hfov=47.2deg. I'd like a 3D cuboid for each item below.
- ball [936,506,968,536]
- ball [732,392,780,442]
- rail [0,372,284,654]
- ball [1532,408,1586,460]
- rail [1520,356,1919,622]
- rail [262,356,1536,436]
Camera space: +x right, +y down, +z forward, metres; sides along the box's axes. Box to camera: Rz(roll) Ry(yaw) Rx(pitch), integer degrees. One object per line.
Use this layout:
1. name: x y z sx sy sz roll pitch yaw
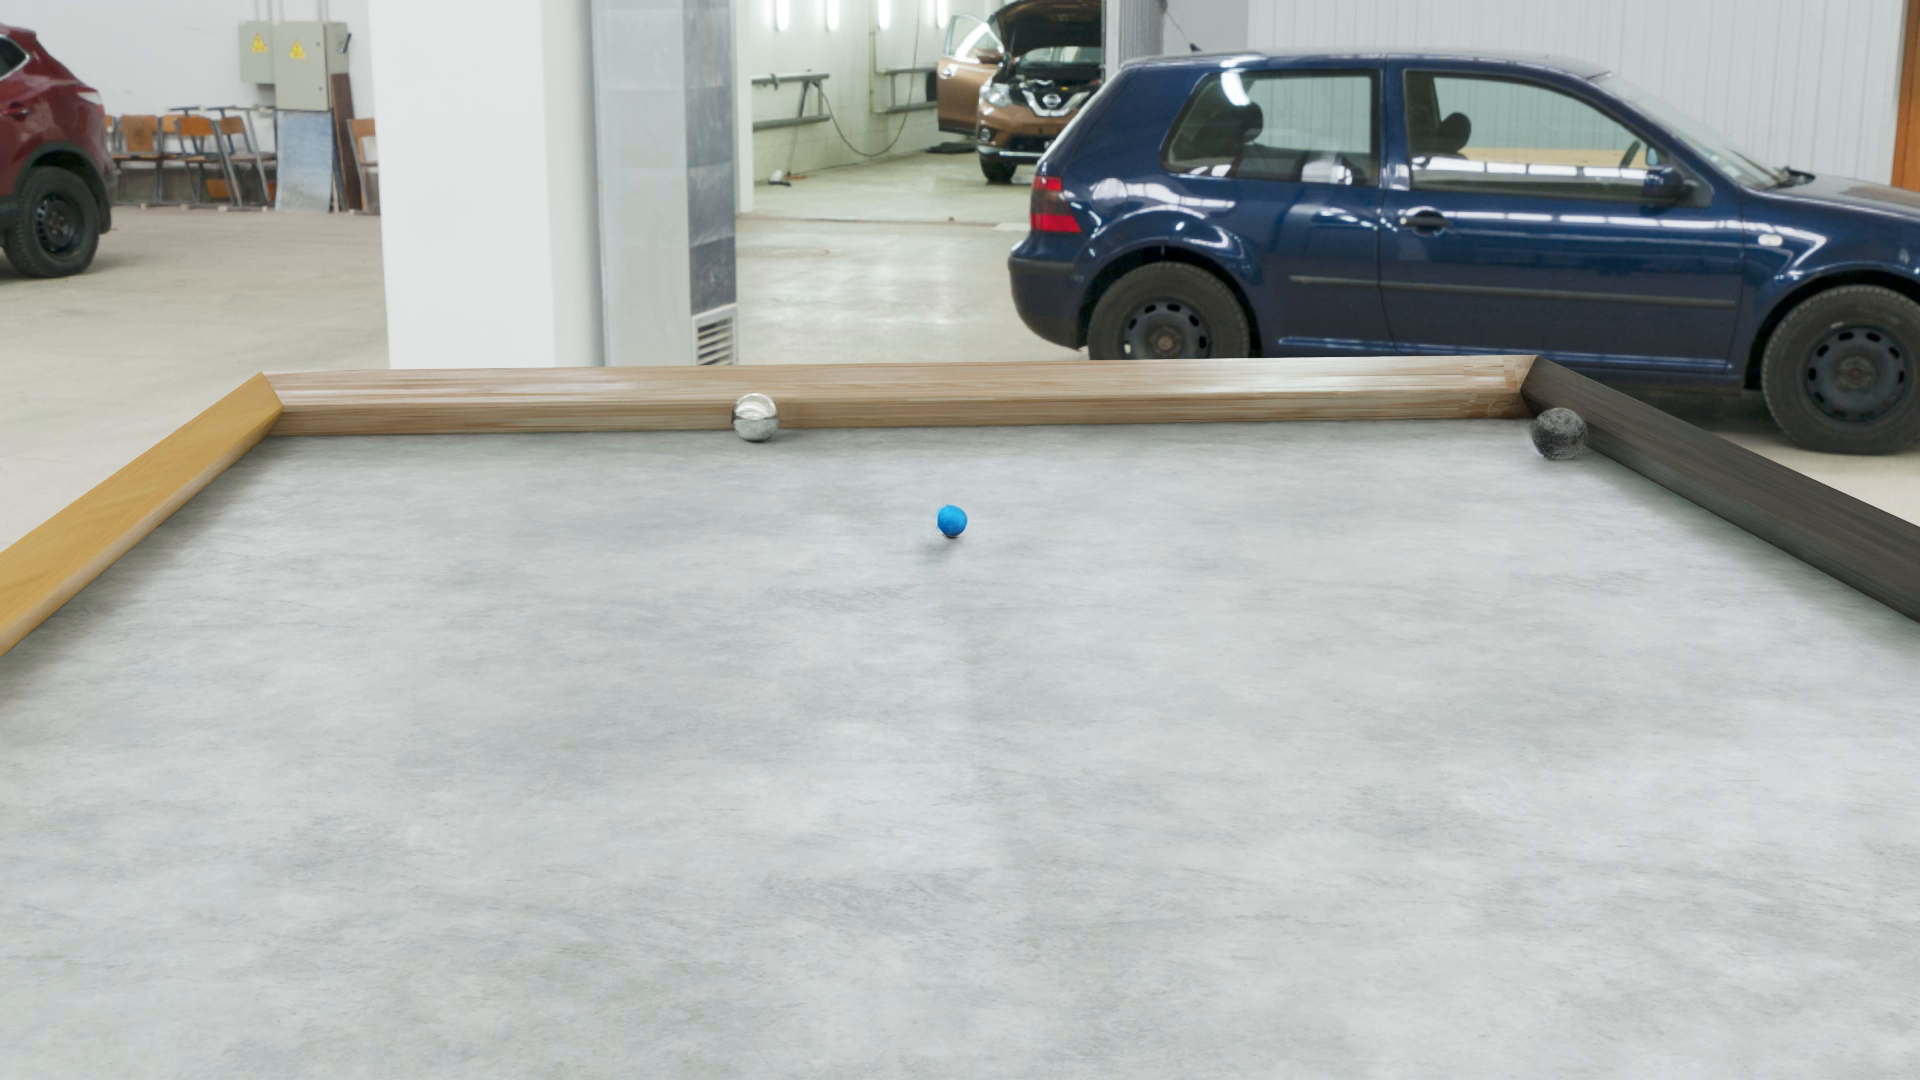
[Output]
1. ball: -0.012 -0.028 3.192 0.045 0.045 0.045 0 13 0
2. ball: -0.361 -0.218 3.895 0.085 0.085 0.085 0 13 0
3. rail: -1.056 0.237 1.929 0.045 0.116 4.146 -1 14 -5
4. ball: 1.015 -0.180 3.729 0.090 0.090 0.090 0 13 0
5. rail: 1.224 0.193 2.110 0.045 0.116 4.146 -1 14 -5
6. rail: -0.082 -0.261 4.006 2.335 0.116 0.045 -1 14 -5
